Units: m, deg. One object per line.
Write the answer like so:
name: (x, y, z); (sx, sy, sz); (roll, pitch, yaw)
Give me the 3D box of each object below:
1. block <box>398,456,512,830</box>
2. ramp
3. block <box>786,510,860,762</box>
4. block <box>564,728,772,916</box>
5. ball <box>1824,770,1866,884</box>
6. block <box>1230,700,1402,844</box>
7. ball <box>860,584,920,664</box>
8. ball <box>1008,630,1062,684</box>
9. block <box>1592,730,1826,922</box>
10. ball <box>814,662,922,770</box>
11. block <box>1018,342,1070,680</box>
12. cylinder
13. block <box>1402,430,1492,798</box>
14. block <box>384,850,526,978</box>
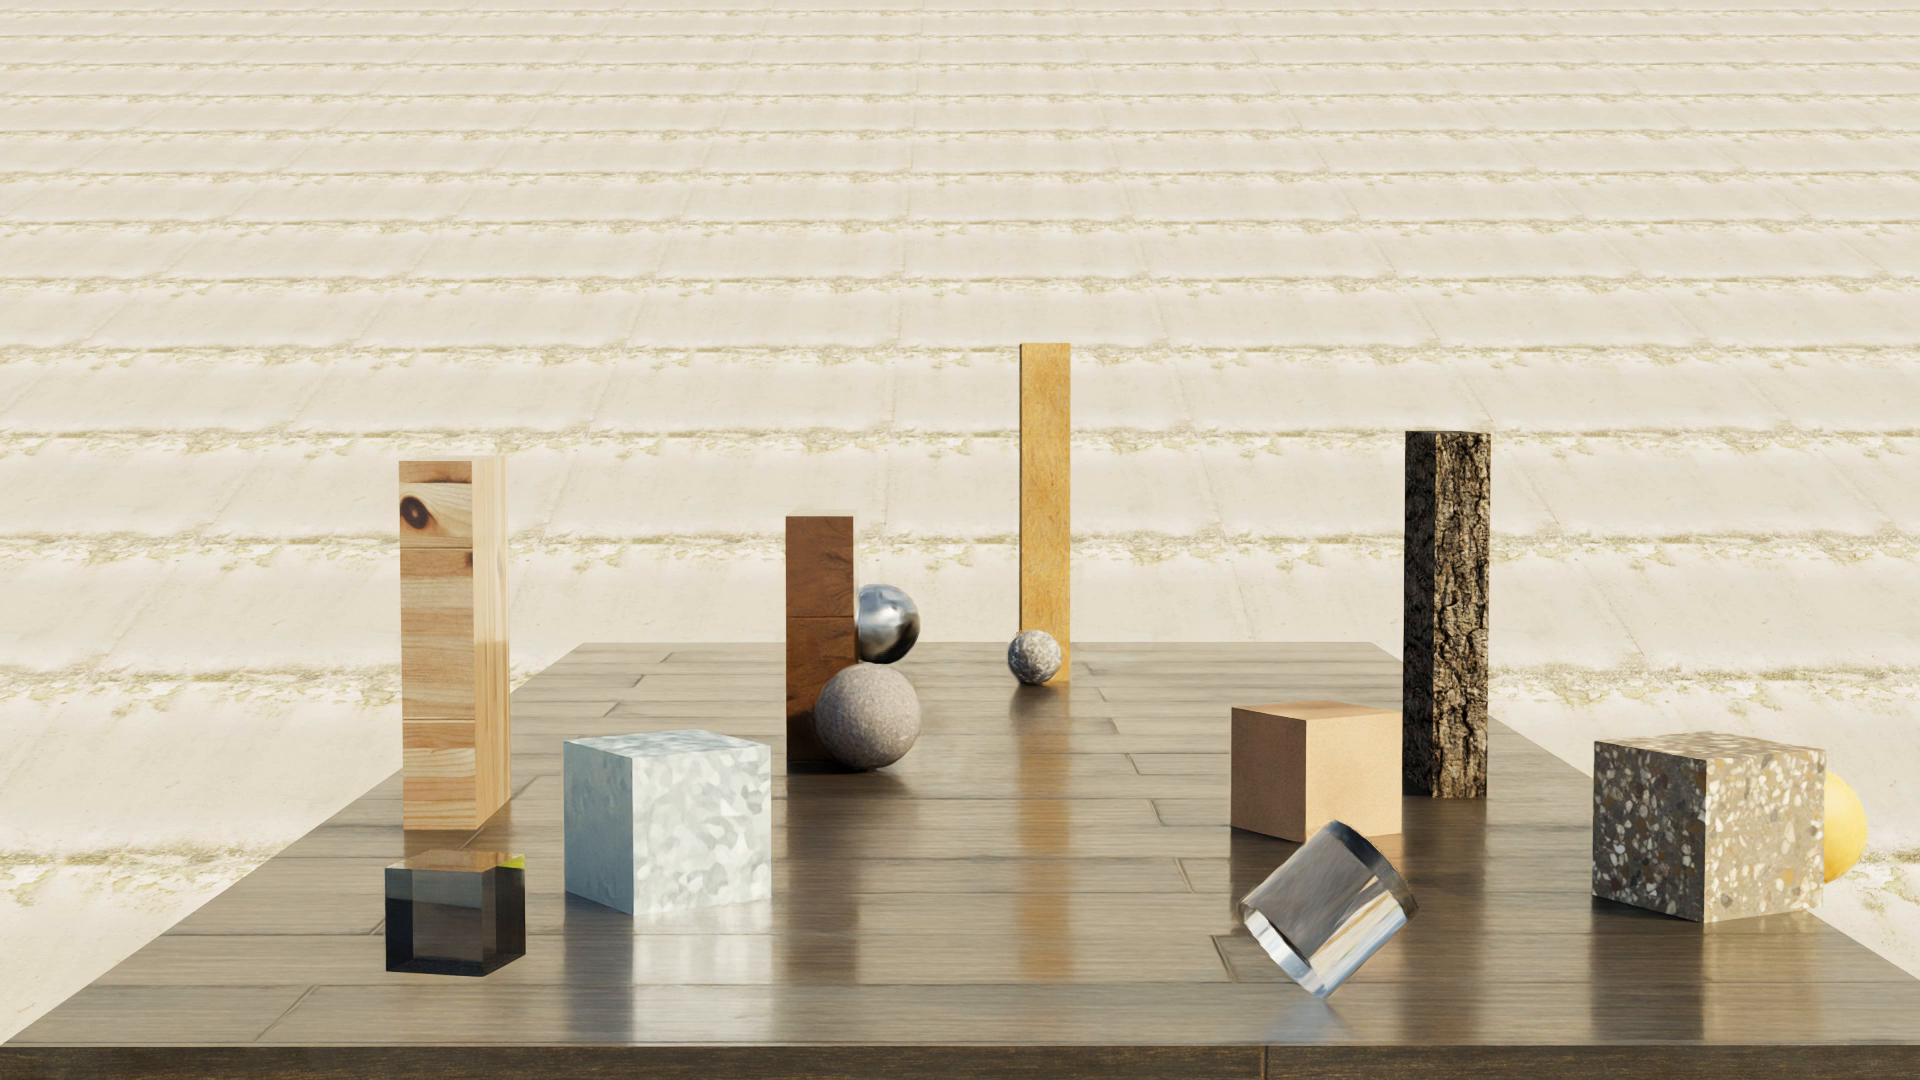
block: (-0.764, 0.146, 3.902); (0.106, 0.541, 0.296); (0, 3, 0)
ramp: (0.047, 0.429, 4.533); (2.000, 0.100, 4.000); (0, 3, 0)
block: (-0.242, 0.164, 4.556); (0.118, 0.426, 0.244); (0, 3, 0)
block: (-0.376, 0.356, 3.287); (0.195, 0.195, 0.195); (-2, 4, -34)
ball: (1.323, 0.449, 4.039); (0.194, 0.194, 0.194); (0, 20, 0)
block: (0.521, 0.336, 3.764); (0.176, 0.176, 0.176); (-2, 4, -31)
ball: (-0.184, 0.193, 5.861); (0.187, 0.187, 0.187); (0, 20, 0)
ball: (0.163, 0.255, 5.603); (0.119, 0.119, 0.119); (0, 20, 0)
block: (0.942, 0.357, 3.238); (0.198, 0.198, 0.198); (-2, 4, -28)
ball: (-0.156, 0.299, 4.355); (0.182, 0.182, 0.182); (0, 20, 0)
block: (0.189, -0.068, 5.774); (0.106, 0.744, 0.262); (0, 3, 0)
cylinder: (0.391, 0.393, 2.732); (0.134, 0.134, 0.134); (-40, 33, -12)
block: (0.790, 0.112, 4.183); (0.086, 0.575, 0.277); (0, 3, 0)
block: (-0.568, 0.419, 2.895); (0.117, 0.117, 0.117); (1, 4, 14)
